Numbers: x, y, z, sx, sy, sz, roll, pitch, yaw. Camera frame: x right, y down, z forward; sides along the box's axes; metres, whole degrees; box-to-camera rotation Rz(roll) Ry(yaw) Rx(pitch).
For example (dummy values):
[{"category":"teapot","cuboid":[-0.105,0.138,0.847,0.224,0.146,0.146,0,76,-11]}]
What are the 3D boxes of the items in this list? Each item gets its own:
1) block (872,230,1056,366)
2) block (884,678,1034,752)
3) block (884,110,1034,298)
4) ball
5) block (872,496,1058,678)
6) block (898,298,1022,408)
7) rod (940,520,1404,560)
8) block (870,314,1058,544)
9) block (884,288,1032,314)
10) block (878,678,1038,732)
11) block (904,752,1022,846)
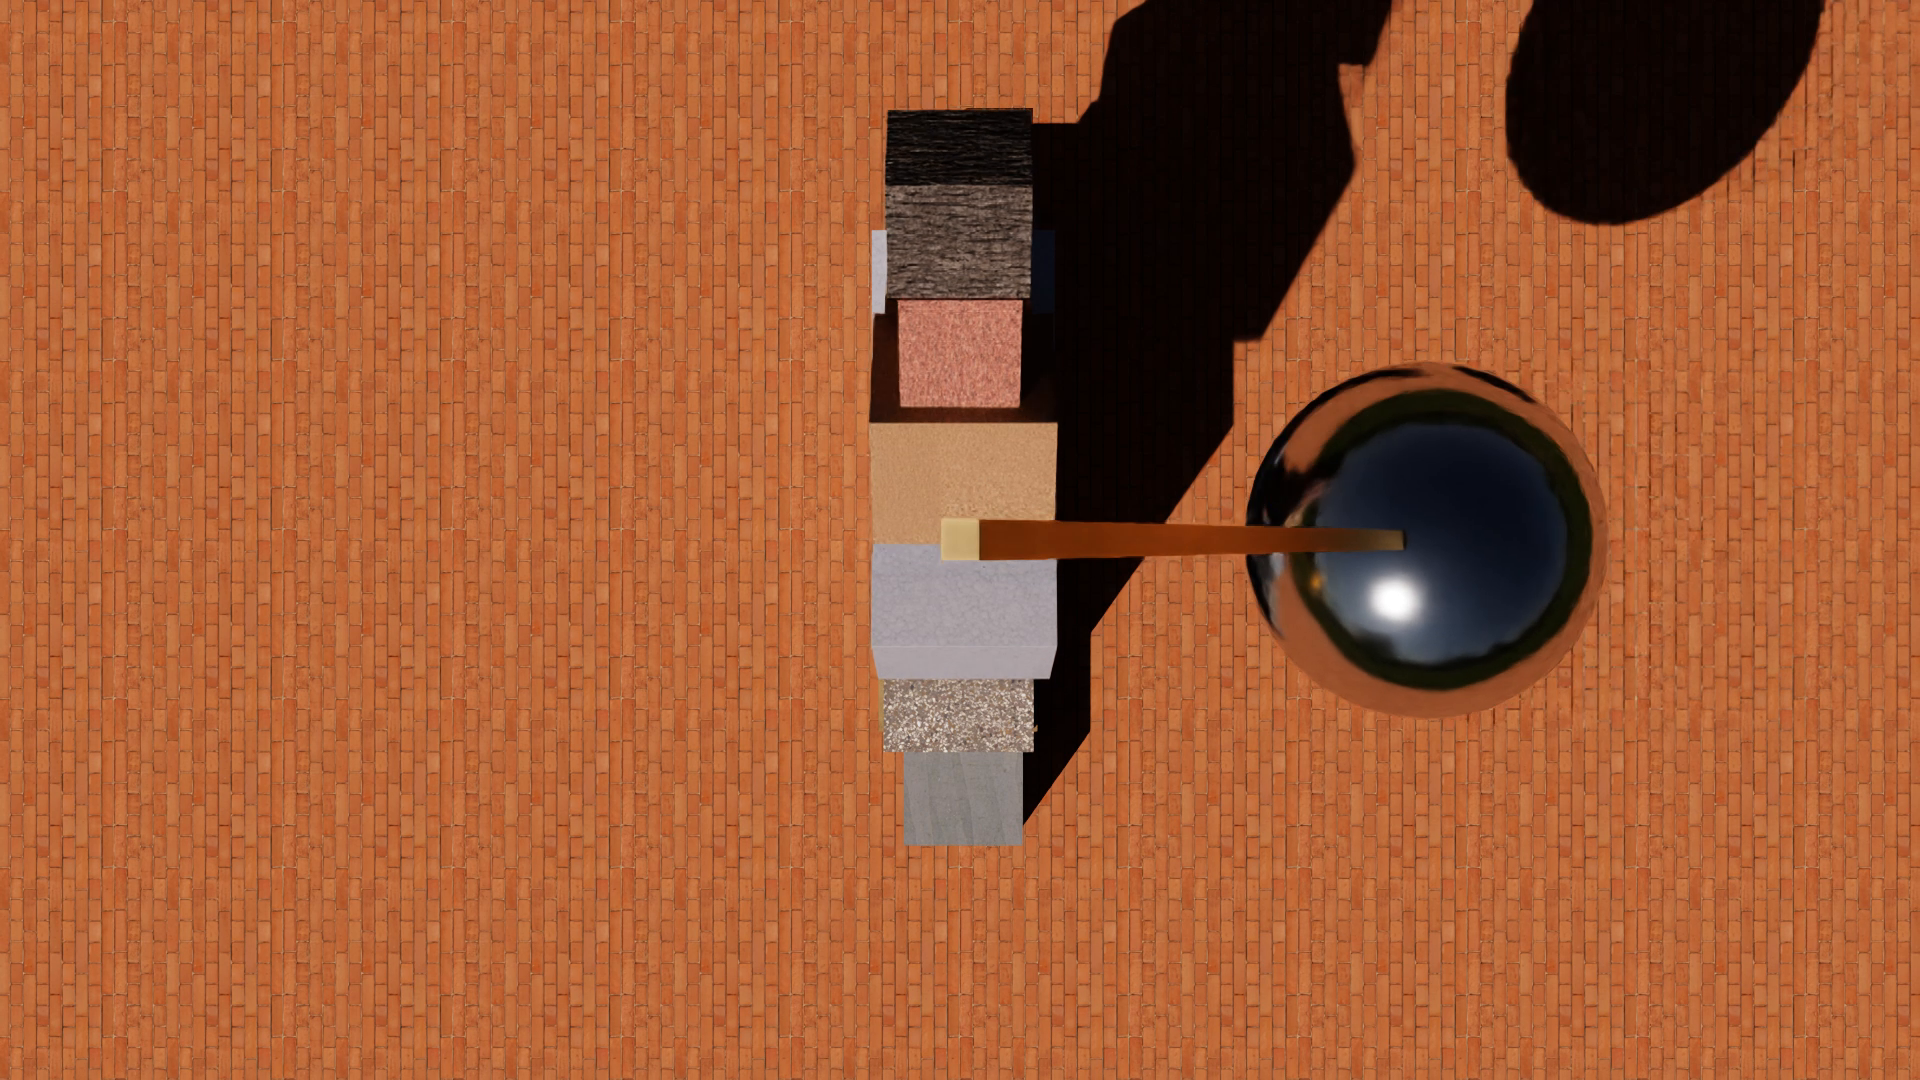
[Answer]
[{"category":"block","cuboid":[0.020,-1.251,12.598,1.016,0.805,0.934,0,90,0]},{"category":"block","cuboid":[-0.007,0.684,11.553,0.758,0.873,0.777,0,90,0]},{"category":"block","cuboid":[-0.004,-1.398,9.160,0.592,0.529,0.568,0,134,0]},{"category":"ball","cuboid":[2.074,0.000,9.843,1.600,1.600,1.600,0,90,0]},{"category":"block","cuboid":[0.019,0.198,10.661,0.857,0.901,0.810,0,77,0]},{"category":"block","cuboid":[0.000,-0.982,9.565,0.518,0.572,0.574,0,133,0]},{"category":"rod","cuboid":[0.899,0.000,6.652,0.080,5.200,0.080,0,90,20]},{"category":"block","cuboid":[0.015,-0.507,10.004,0.813,0.780,0.719,0,133,0]},{"category":"block","cuboid":[0.000,-0.856,10.955,0.715,0.595,0.673,-2,114,0]},{"category":"block","cuboid":[-0.011,0.587,12.495,0.866,1.010,0.915,0,90,0]},{"category":"block","cuboid":[0.018,1.386,12.683,0.671,0.633,0.663,0,90,0]}]
